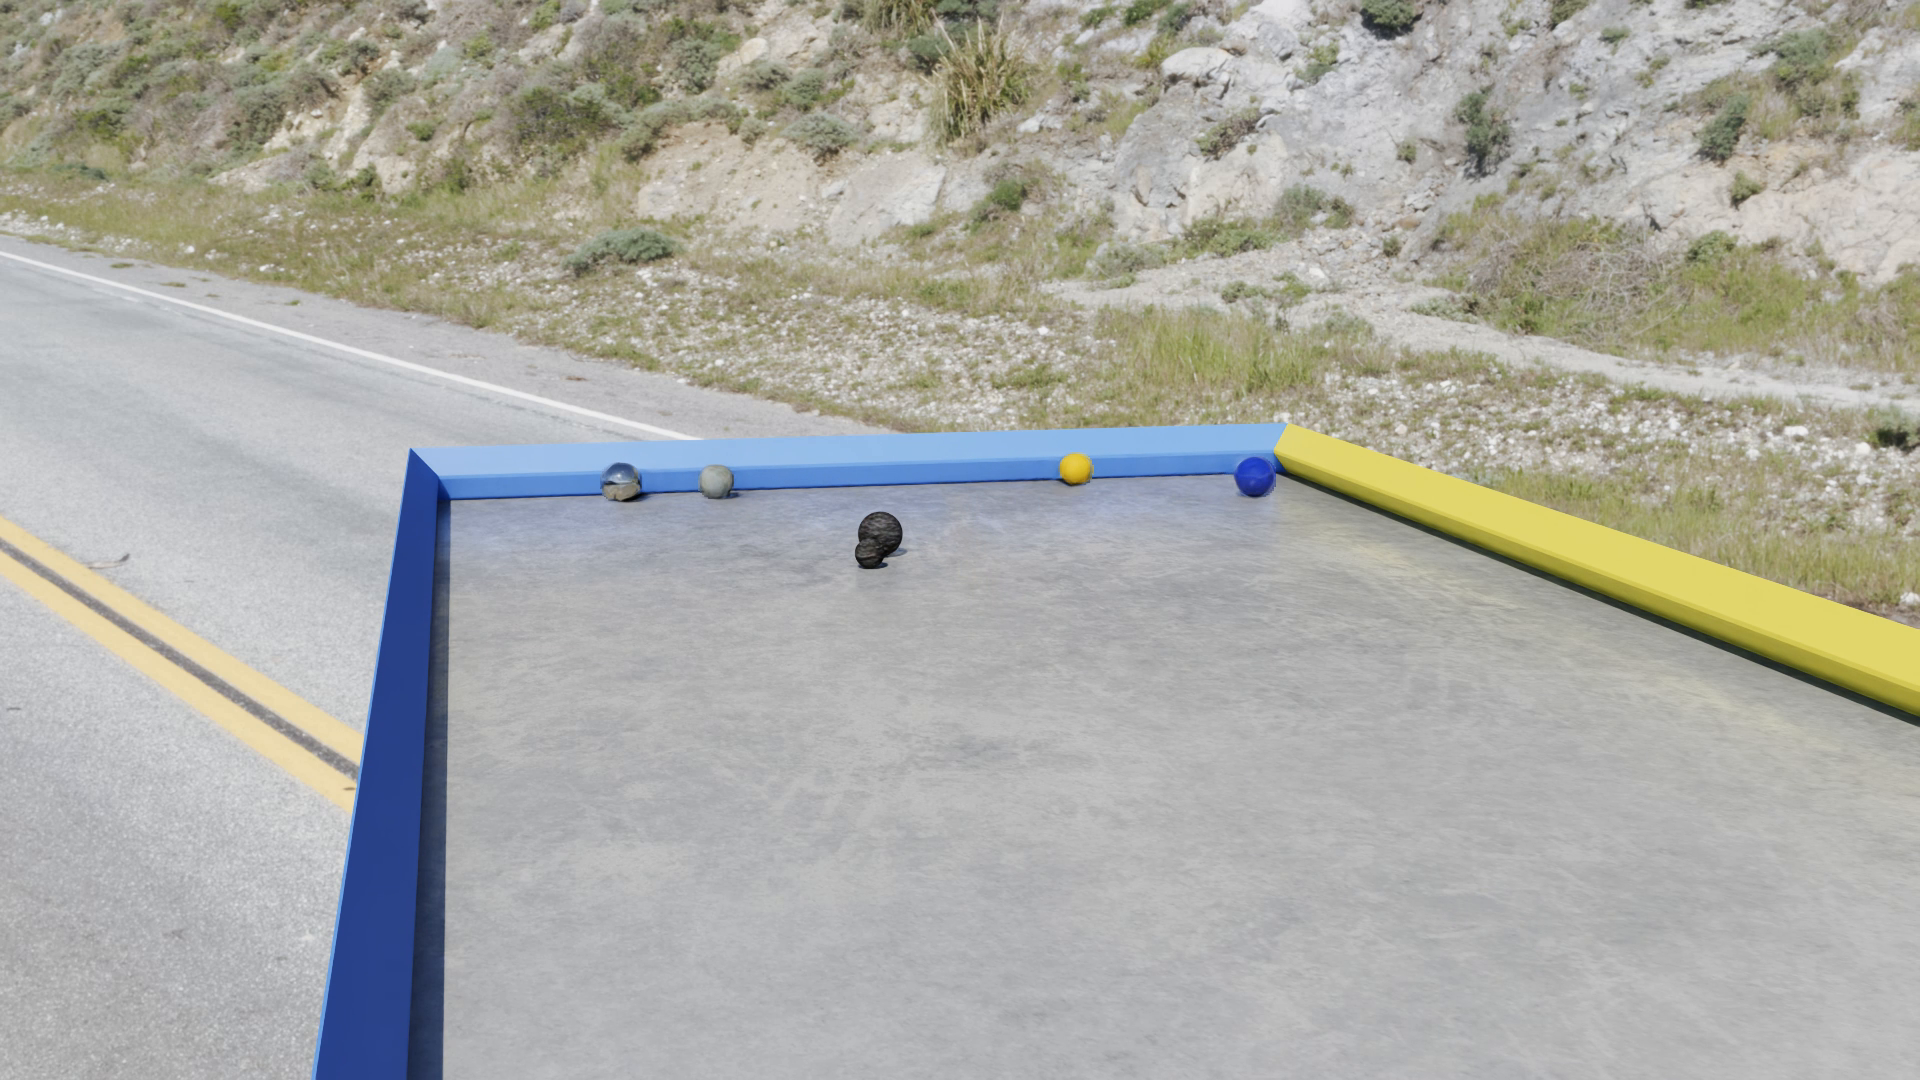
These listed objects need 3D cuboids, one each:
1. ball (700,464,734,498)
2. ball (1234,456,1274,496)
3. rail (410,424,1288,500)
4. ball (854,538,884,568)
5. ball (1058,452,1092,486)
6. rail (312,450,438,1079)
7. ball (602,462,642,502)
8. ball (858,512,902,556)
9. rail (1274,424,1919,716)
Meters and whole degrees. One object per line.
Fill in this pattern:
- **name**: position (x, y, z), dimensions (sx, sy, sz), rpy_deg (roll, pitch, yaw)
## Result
- **ball**: position (-0.409, -0.099, 3.694), dimensions (0.058, 0.058, 0.058), rpy_deg (0, 10, 0)
- **ball**: position (0.497, -0.107, 3.712), dimensions (0.068, 0.068, 0.068), rpy_deg (0, 10, 0)
- **rail**: position (-0.154, -0.135, 3.805), dimensions (1.550, 0.088, 0.045), rpy_deg (-2, 10, -13)
- **ball**: position (-0.126, 0.019, 3.077), dimensions (0.042, 0.042, 0.042), rpy_deg (0, 10, 0)
- **ball**: position (0.201, -0.124, 3.839), dimensions (0.057, 0.057, 0.057), rpy_deg (0, 10, 0)
- **rail**: position (-0.574, 0.136, 2.278), dimensions (0.045, 0.088, 2.888), rpy_deg (-2, 10, -13)
- **ball**: position (-0.562, -0.097, 3.659), dimensions (0.066, 0.066, 0.066), rpy_deg (0, 10, 0)
- **ball**: position (-0.115, -0.009, 3.166), dimensions (0.065, 0.065, 0.065), rpy_deg (0, 10, 0)
- **rail**: position (0.892, 0.078, 2.604), dimensions (0.045, 0.088, 2.888), rpy_deg (-2, 10, -13)
